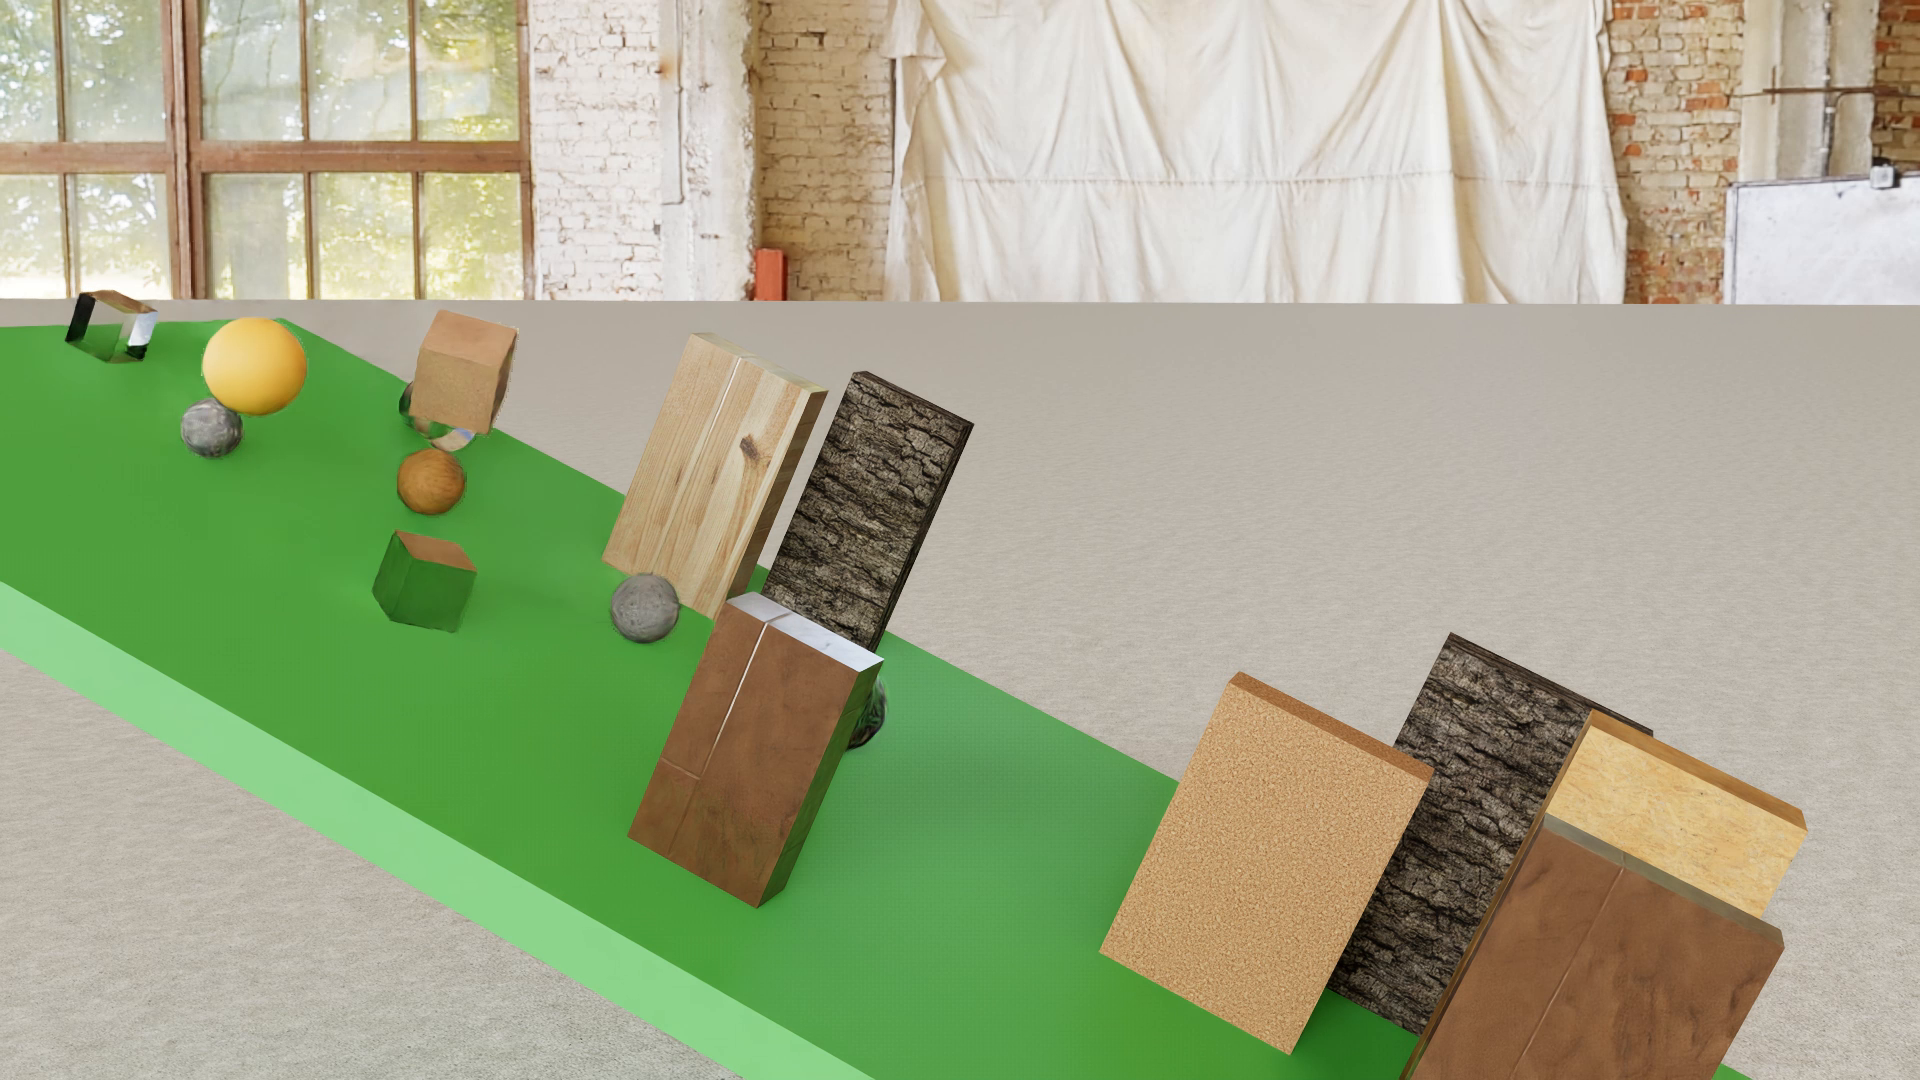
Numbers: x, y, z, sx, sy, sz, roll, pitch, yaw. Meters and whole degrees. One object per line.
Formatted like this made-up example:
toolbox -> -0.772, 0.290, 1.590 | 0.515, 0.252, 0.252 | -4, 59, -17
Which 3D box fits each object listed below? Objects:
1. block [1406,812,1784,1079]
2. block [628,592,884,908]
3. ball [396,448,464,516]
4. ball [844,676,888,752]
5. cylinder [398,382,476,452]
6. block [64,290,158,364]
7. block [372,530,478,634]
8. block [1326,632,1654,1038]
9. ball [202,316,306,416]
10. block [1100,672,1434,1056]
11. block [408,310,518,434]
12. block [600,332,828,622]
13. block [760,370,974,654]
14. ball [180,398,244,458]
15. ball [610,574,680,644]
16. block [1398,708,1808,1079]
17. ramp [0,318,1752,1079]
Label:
block -> 0.779, 0.776, 2.980 | 0.334, 0.741, 0.084 | 27, 14, 13
block -> -0.327, 0.332, 3.504 | 0.244, 0.426, 0.118 | 27, 14, 13
ball -> -1.101, -0.121, 4.573 | 0.139, 0.139, 0.139 | 0, 7, 0
ball -> -0.232, 0.318, 4.258 | 0.182, 0.182, 0.182 | 0, 7, 0
cylinder -> -1.203, -0.292, 5.079 | 0.134, 0.134, 0.134 | -7, 31, -44
block -> -1.815, -0.457, 4.707 | 0.117, 0.117, 0.117 | 26, 13, 9
block -> -0.982, 0.076, 4.033 | 0.128, 0.128, 0.128 | 14, 16, -35
block -> 0.950, 0.581, 4.132 | 0.408, 0.696, 0.136 | 27, 14, 13
ball -> -1.384, -0.341, 4.317 | 0.194, 0.194, 0.194 | 0, 7, 0
block -> 0.531, 0.560, 3.831 | 0.373, 0.543, 0.116 | 27, 14, 13
block -> -1.102, -0.374, 4.881 | 0.176, 0.176, 0.176 | 15, 33, -7
block -> -0.530, -0.137, 4.734 | 0.296, 0.541, 0.106 | 27, 14, 13
block -> -0.213, -0.055, 4.884 | 0.277, 0.575, 0.086 | 27, 14, 13
ball -> -1.483, -0.222, 4.358 | 0.119, 0.119, 0.119 | 0, 7, 0
ball -> -0.628, 0.136, 4.383 | 0.139, 0.139, 0.139 | 0, 7, 0
block -> 1.025, 0.708, 3.598 | 0.360, 0.772, 0.146 | 27, 14, 13
ramp -> -0.277, 0.477, 4.177 | 4.000, 0.100, 2.000 | 27, 14, 13
